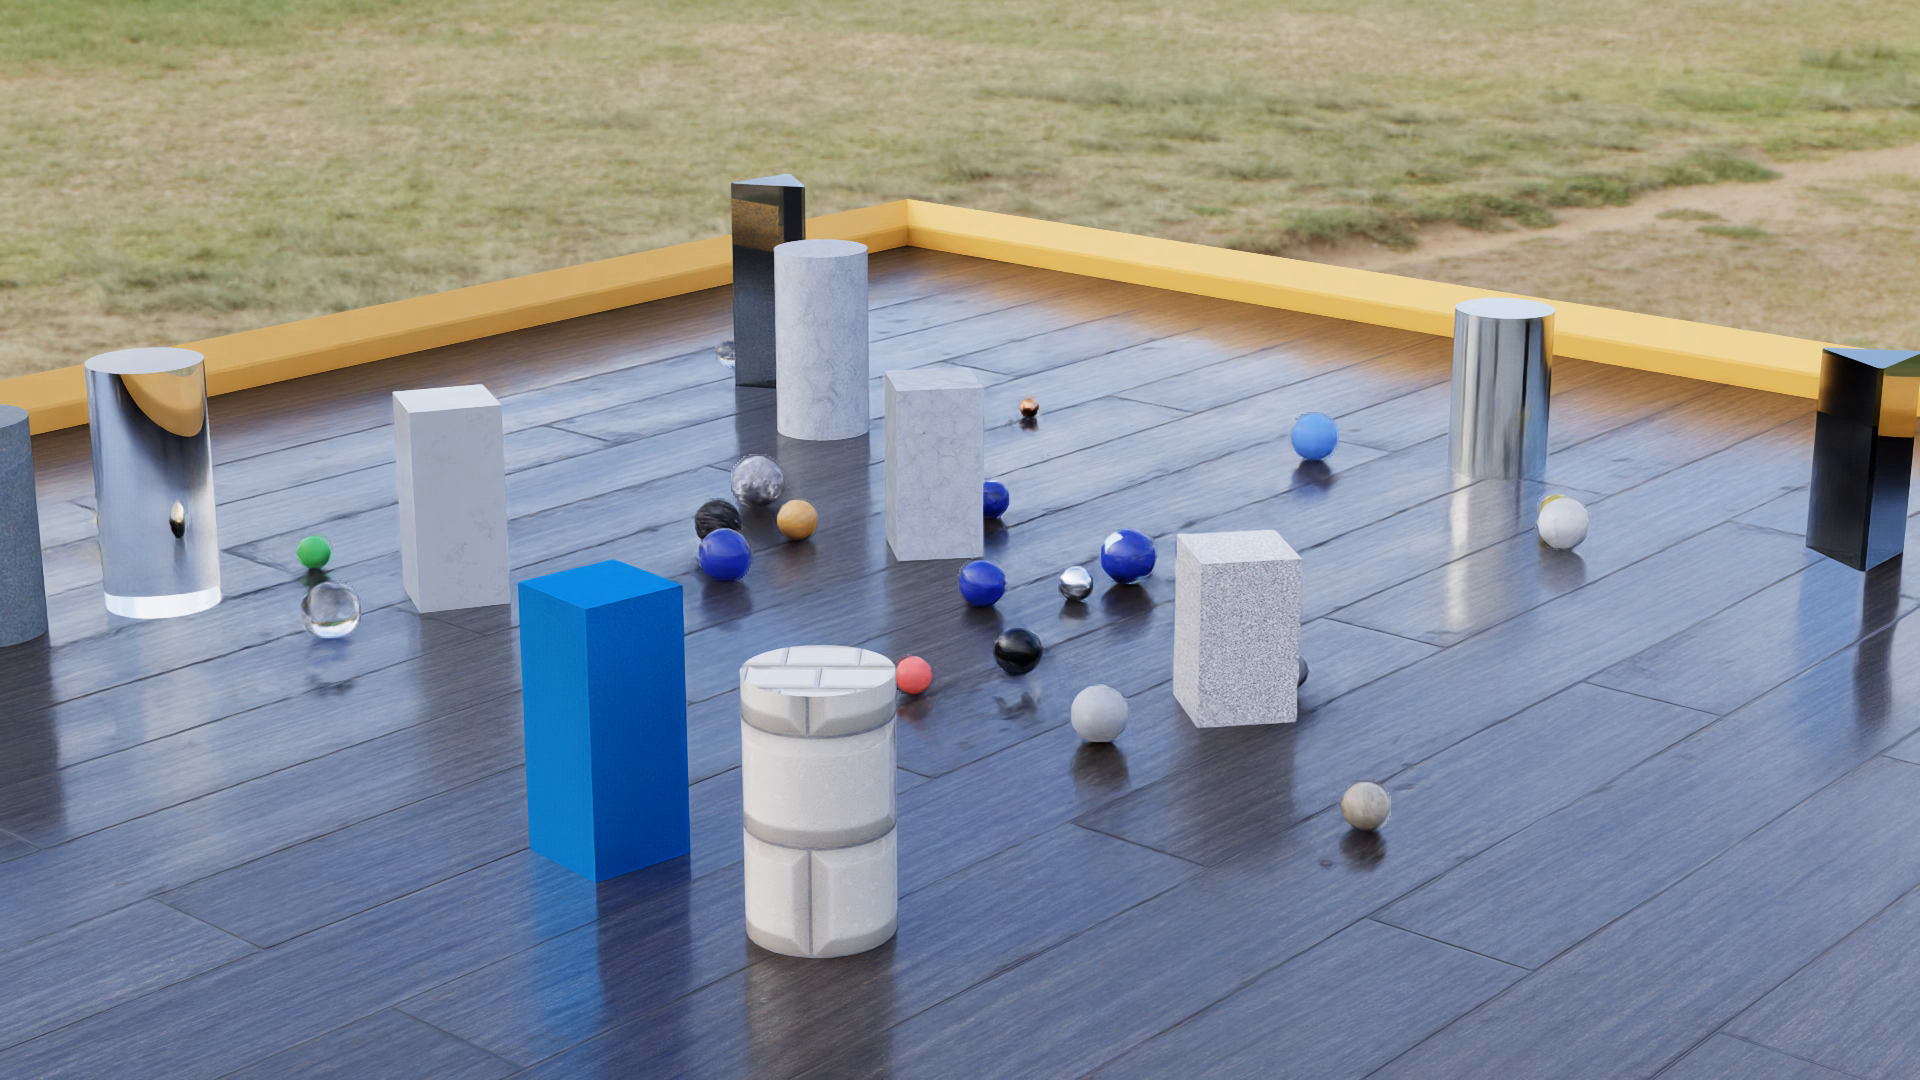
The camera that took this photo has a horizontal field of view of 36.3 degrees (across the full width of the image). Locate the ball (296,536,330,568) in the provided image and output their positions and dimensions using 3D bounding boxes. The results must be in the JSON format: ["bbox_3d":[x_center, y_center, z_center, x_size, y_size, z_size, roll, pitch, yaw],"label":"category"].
[{"bbox_3d":[-1.162,0.022,5.275,0.060,0.060,0.060,0,17,0],"label":"ball"}]

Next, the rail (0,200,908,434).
[{"bbox_3d":[-1.641,-0.379,6.484,0.045,0.128,4.610,14,22,39],"label":"rail"}]

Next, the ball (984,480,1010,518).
[{"bbox_3d":[0.059,-0.078,5.585,0.073,0.073,0.073,0,17,0],"label":"ball"}]

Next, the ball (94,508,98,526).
[{"bbox_3d":[-1.581,-0.043,5.476,0.069,0.069,0.069,0,17,0],"label":"ball"}]

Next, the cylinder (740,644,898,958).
[{"bbox_3d":[-0.179,0.332,3.744,0.197,0.350,0.197,0,17,0],"label":"cylinder"}]

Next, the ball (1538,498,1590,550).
[{"bbox_3d":[1.110,-0.030,5.387,0.094,0.094,0.094,0,17,0],"label":"ball"}]

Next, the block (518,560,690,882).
[{"bbox_3d":[-0.481,0.243,3.978,0.157,0.385,0.157,-14,22,-40],"label":"block"}]

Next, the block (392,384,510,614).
[{"bbox_3d":[-0.881,-0.073,5.080,0.157,0.355,0.157,-6,18,-20],"label":"block"}]

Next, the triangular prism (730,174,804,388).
[{"bbox_3d":[-0.405,-0.582,6.586,0.170,0.460,0.148,5,17,15],"label":"triangular prism"}]

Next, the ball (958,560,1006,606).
[{"bbox_3d":[0.039,0.074,5.062,0.082,0.082,0.082,0,17,0],"label":"ball"}]

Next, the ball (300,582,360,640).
[{"bbox_3d":[-1.050,0.118,4.891,0.097,0.097,0.097,0,17,0],"label":"ball"}]

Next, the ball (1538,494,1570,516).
[{"bbox_3d":[1.120,-0.052,5.499,0.072,0.072,0.072,0,17,0],"label":"ball"}]

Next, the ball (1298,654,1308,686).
[{"bbox_3d":[0.523,0.208,4.658,0.060,0.060,0.060,0,17,0],"label":"ball"}]

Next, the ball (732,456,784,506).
[{"bbox_3d":[-0.390,-0.113,5.655,0.098,0.098,0.098,0,17,0],"label":"ball"}]

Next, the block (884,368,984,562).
[{"bbox_3d":[-0.048,-0.140,5.365,0.157,0.318,0.157,-3,17,-9],"label":"block"}]

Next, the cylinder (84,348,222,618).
[{"bbox_3d":[-1.385,-0.100,5.039,0.197,0.429,0.197,0,17,0],"label":"cylinder"}]

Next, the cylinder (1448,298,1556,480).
[{"bbox_3d":[1.087,-0.305,5.895,0.197,0.328,0.197,0,17,0],"label":"cylinder"}]

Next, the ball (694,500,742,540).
[{"bbox_3d":[-0.447,-0.031,5.406,0.086,0.086,0.086,0,17,0],"label":"ball"}]

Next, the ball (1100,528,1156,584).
[{"bbox_3d":[0.298,0.029,5.186,0.098,0.098,0.098,0,17,0],"label":"ball"}]

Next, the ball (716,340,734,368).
[{"bbox_3d":[-0.529,-0.430,6.767,0.063,0.063,0.063,0,17,0],"label":"ball"}]

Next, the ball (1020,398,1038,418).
[{"bbox_3d":[0.149,-0.286,6.327,0.042,0.042,0.042,0,17,0],"label":"ball"}]

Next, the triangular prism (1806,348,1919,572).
[{"bbox_3d":[1.619,-0.155,5.316,0.148,0.374,0.170,14,22,38],"label":"triangular prism"}]

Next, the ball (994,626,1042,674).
[{"bbox_3d":[0.094,0.178,4.725,0.079,0.079,0.079,0,17,0],"label":"ball"}]

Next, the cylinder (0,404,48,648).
[{"bbox_3d":[-1.639,-0.024,4.889,0.197,0.370,0.197,0,17,0],"label":"cylinder"}]

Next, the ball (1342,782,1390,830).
[{"bbox_3d":[0.567,0.372,4.100,0.067,0.067,0.067,0,17,0],"label":"ball"}]

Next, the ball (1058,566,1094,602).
[{"bbox_3d":[0.201,0.076,5.094,0.061,0.061,0.061,0,17,0],"label":"ball"}]

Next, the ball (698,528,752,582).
[{"bbox_3d":[-0.418,0.026,5.201,0.094,0.094,0.094,0,17,0],"label":"ball"}]

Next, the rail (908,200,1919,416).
[{"bbox_3d":[1.496,-0.465,6.769,4.393,0.128,0.045,14,22,39],"label":"rail"}]

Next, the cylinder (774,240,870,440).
[{"bbox_3d":[-0.291,-0.423,6.182,0.197,0.389,0.197,0,17,0],"label":"cylinder"}]

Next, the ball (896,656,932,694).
[{"bbox_3d":[-0.073,0.214,4.638,0.059,0.059,0.059,0,17,0],"label":"ball"}]

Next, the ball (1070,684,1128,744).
[{"bbox_3d":[0.211,0.263,4.427,0.088,0.088,0.088,0,17,0],"label":"ball"}]

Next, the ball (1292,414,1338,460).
[{"bbox_3d":[0.723,-0.209,5.983,0.094,0.094,0.094,0,17,0],"label":"ball"}]

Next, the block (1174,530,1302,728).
[{"bbox_3d":[0.428,0.136,4.544,0.157,0.263,0.157,-3,17,-9],"label":"block"}]

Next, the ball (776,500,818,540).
[{"bbox_3d":[-0.302,-0.037,5.441,0.076,0.076,0.076,0,17,0],"label":"ball"}]
